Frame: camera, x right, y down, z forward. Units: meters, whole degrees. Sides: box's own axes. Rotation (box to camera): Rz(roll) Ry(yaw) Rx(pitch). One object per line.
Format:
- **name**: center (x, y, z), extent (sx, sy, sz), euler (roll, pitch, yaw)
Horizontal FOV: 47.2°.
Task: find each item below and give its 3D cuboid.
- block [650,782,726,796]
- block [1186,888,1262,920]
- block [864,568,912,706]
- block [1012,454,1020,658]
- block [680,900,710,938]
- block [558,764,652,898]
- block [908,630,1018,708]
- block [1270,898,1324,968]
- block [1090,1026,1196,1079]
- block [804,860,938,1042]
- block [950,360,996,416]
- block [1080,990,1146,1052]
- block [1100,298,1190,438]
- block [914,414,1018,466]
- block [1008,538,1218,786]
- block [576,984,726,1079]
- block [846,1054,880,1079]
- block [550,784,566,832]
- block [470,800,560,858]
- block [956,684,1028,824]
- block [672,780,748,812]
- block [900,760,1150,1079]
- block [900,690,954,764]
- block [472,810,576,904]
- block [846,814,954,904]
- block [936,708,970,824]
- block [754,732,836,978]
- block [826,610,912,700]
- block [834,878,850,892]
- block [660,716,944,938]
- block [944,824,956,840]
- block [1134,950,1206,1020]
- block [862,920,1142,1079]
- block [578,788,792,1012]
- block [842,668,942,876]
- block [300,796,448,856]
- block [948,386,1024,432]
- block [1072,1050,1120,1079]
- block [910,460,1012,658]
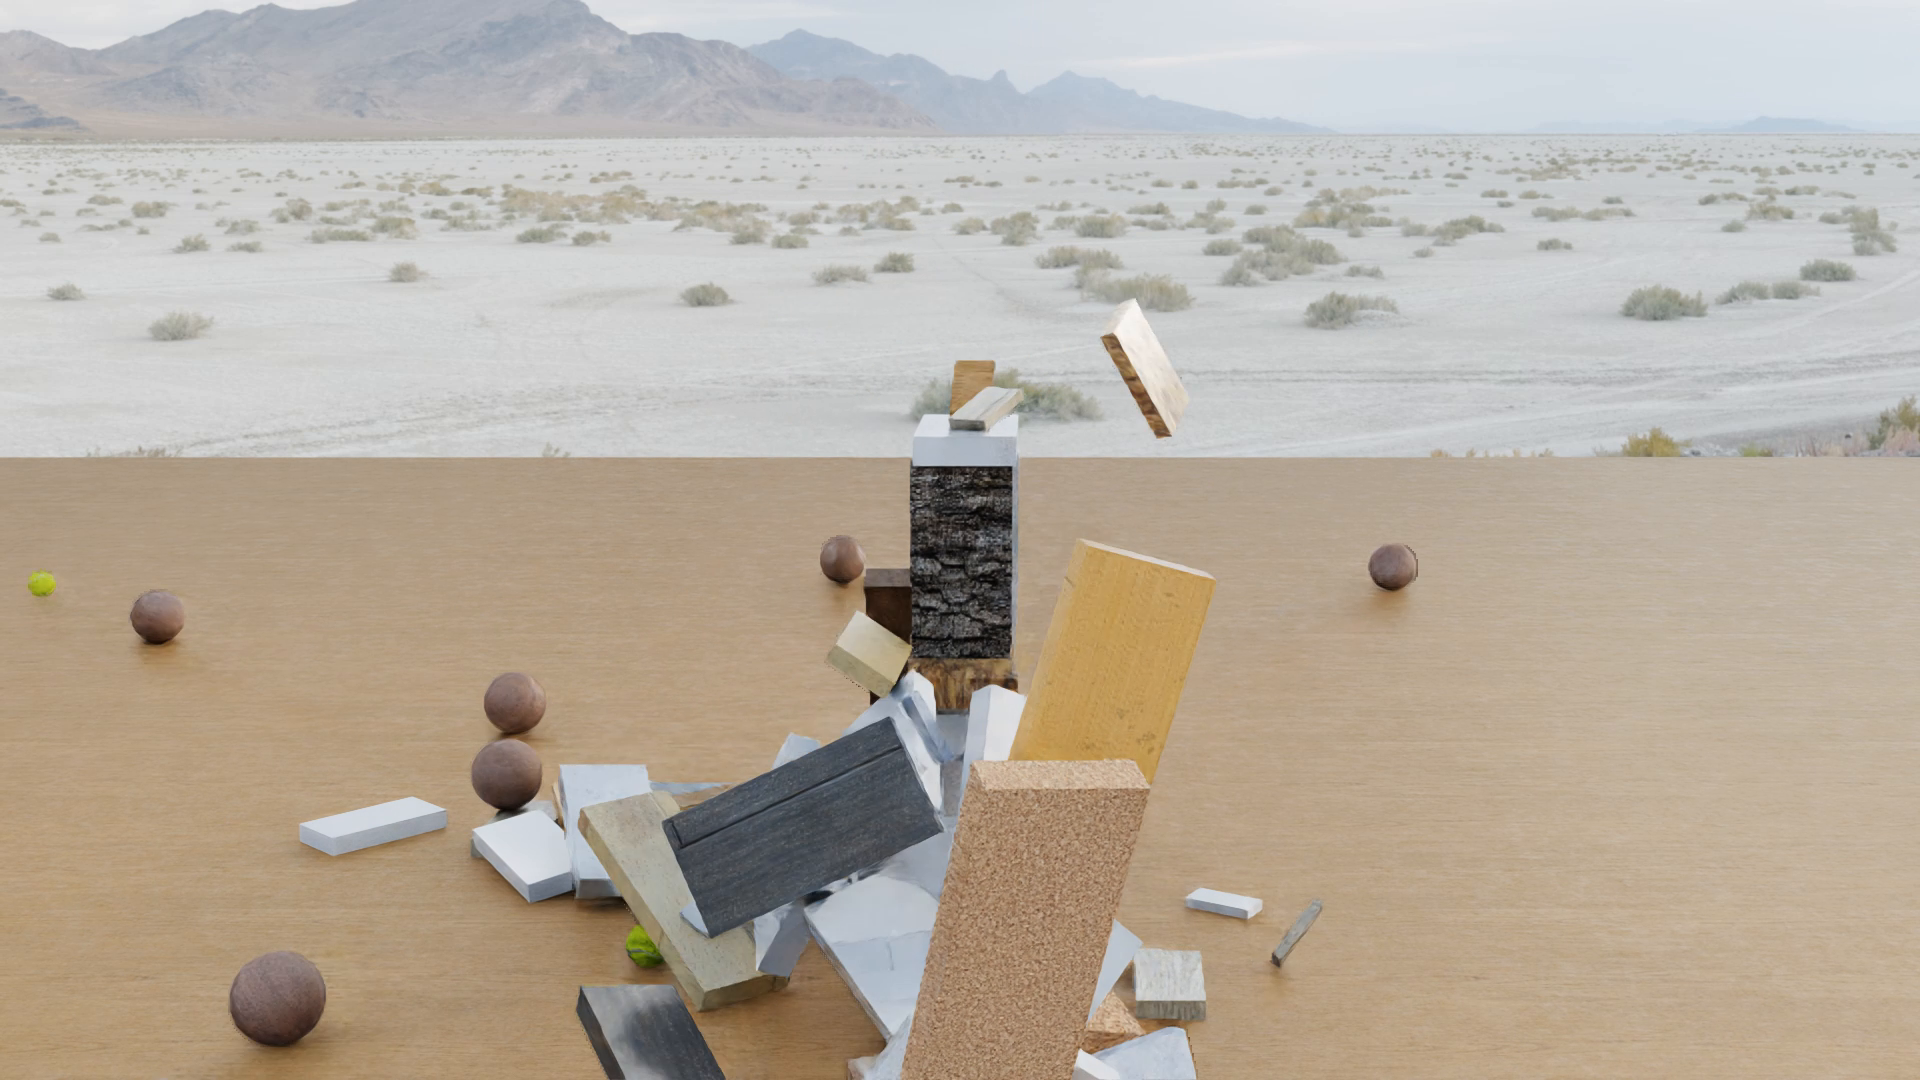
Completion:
- **block**: center (-0.476, 0.473, 4.117), extent (0.360, 0.033, 0.116), euler (1, -8, 4)
- **block**: center (0.432, 0.595, 3.600), extent (0.112, 0.016, 0.056), euler (7, 12, 31)
- **block**: center (-0.091, 0.260, 4.092), extent (0.152, 0.604, 0.043), euler (0, 50, 0)
- **block**: center (0.017, 0.080, 3.822), extent (0.163, 0.505, 0.046), euler (0, 22, 0)
- **block**: center (-0.357, 0.537, 3.270), extent (0.055, 0.016, 0.110), euler (35, 61, 28)
- **block**: center (-0.587, 0.489, 3.716), extent (0.148, 0.042, 0.297), euler (2, 32, -19)
- **block**: center (0.003, 0.211, 3.660), extent (0.175, 0.049, 0.349), euler (0, 11, 0)
- **block**: center (0.511, 0.596, 3.334), extent (0.016, 0.110, 0.055), euler (36, -17, 18)
- **block**: center (0.169, 0.693, 2.660), extent (0.261, 0.131, 0.037), euler (-13, -1, -26)
- **block**: center (-0.080, 0.571, 3.018), extent (0.161, 0.046, 0.321), euler (-23, 31, -16)
- **block**: center (0.021, -0.251, 3.705), extent (0.067, 0.019, 0.134), euler (1, 47, 5)
- **block**: center (0.185, 0.670, 3.096), extent (0.100, 0.028, 0.206), euler (6, 6, -12)
- **block**: center (0.333, -0.305, 3.933), extent (0.031, 0.229, 0.110), euler (-12, 32, 36)
- **block**: center (0.014, -0.167, 3.638), extent (0.163, 0.046, 0.327), euler (0, 10, 2)
- **block**: center (0.131, 0.363, 2.799), extent (0.176, 0.717, 0.050), euler (15, 9, -15)
- **block**: center (-0.398, 0.664, 2.854), extent (0.131, 0.037, 0.261), euler (4, 20, -28)
- **block**: center (-0.079, 0.708, 2.804), extent (0.099, 0.028, 0.199), euler (-5, 11, -12)
- **block**: center (-0.663, 0.499, 3.950), extent (0.110, 0.031, 0.220), euler (0, 20, -19)
- **block**: center (-0.787, 0.520, 3.957), extent (0.116, 0.033, 0.231), euler (1, 11, 6)
- **block**: center (0.084, 0.394, 3.049), extent (0.176, 0.353, 0.050), euler (22, -30, -28)
- **block**: center (-0.381, 0.459, 3.888), extent (0.303, 0.043, 0.152), euler (-11, 3, -3)
- **block**: center (0.041, 0.514, 2.328), extent (0.175, 0.647, 0.049), euler (2, 29, -19)
- **block**: center (-0.049, 0.272, 3.195), extent (0.016, 0.110, 0.055), euler (-28, 2, -19)
- **block**: center (-0.724, 0.536, 3.745), extent (0.125, 0.035, 0.249), euler (-15, 23, -29)
- **block**: center (-0.059, 0.521, 3.187), extent (0.161, 0.046, 0.544), euler (-20, 31, -9)
- **block**: center (0.004, 0.428, 3.586), extent (0.175, 0.349, 0.049), euler (0, 10, 1)
- **block**: center (-0.258, 0.469, 3.311), extent (0.049, 0.175, 0.349), euler (18, 29, -19)
- **block**: center (-0.141, 0.179, 3.470), extent (0.110, 0.031, 0.220), euler (34, 13, -2)
- **block**: center (-0.167, 0.588, 3.488), extent (0.076, 0.022, 0.153), euler (13, 19, -12)
- **block**: center (-0.218, 0.397, 3.049), extent (0.349, 0.175, 0.049), euler (-25, -7, 2)
- **block**: center (-0.005, 0.536, 3.543), extent (0.077, 0.154, 0.022), euler (0, -10, 1)
- **block**: center (0.308, 0.654, 3.244), extent (0.100, 0.028, 0.200), euler (1, 11, 4)
- **block**: center (0.050, 0.582, 2.697), extent (0.176, 0.353, 0.050), euler (39, -18, -4)
- **block**: center (-0.422, 0.539, 3.336), extent (0.149, 0.042, 0.415), euler (-9, 40, -35)
- **block**: center (-0.105, 0.345, 3.304), extent (0.046, 0.161, 0.321), euler (39, 21, -23)
- **block**: center (-1.060, 0.516, 3.977), extent (0.116, 0.033, 0.231), euler (10, 15, 44)
- **block**: center (0.043, -0.215, 3.606), extent (0.067, 0.019, 0.134), euler (6, 29, 29)
- **block**: center (0.049, 0.670, 2.489), extent (0.130, 0.261, 0.037), euler (38, 16, -35)
- **block**: center (0.002, 0.032, 3.585), extent (0.163, 0.327, 0.046), euler (0, 20, 0)
